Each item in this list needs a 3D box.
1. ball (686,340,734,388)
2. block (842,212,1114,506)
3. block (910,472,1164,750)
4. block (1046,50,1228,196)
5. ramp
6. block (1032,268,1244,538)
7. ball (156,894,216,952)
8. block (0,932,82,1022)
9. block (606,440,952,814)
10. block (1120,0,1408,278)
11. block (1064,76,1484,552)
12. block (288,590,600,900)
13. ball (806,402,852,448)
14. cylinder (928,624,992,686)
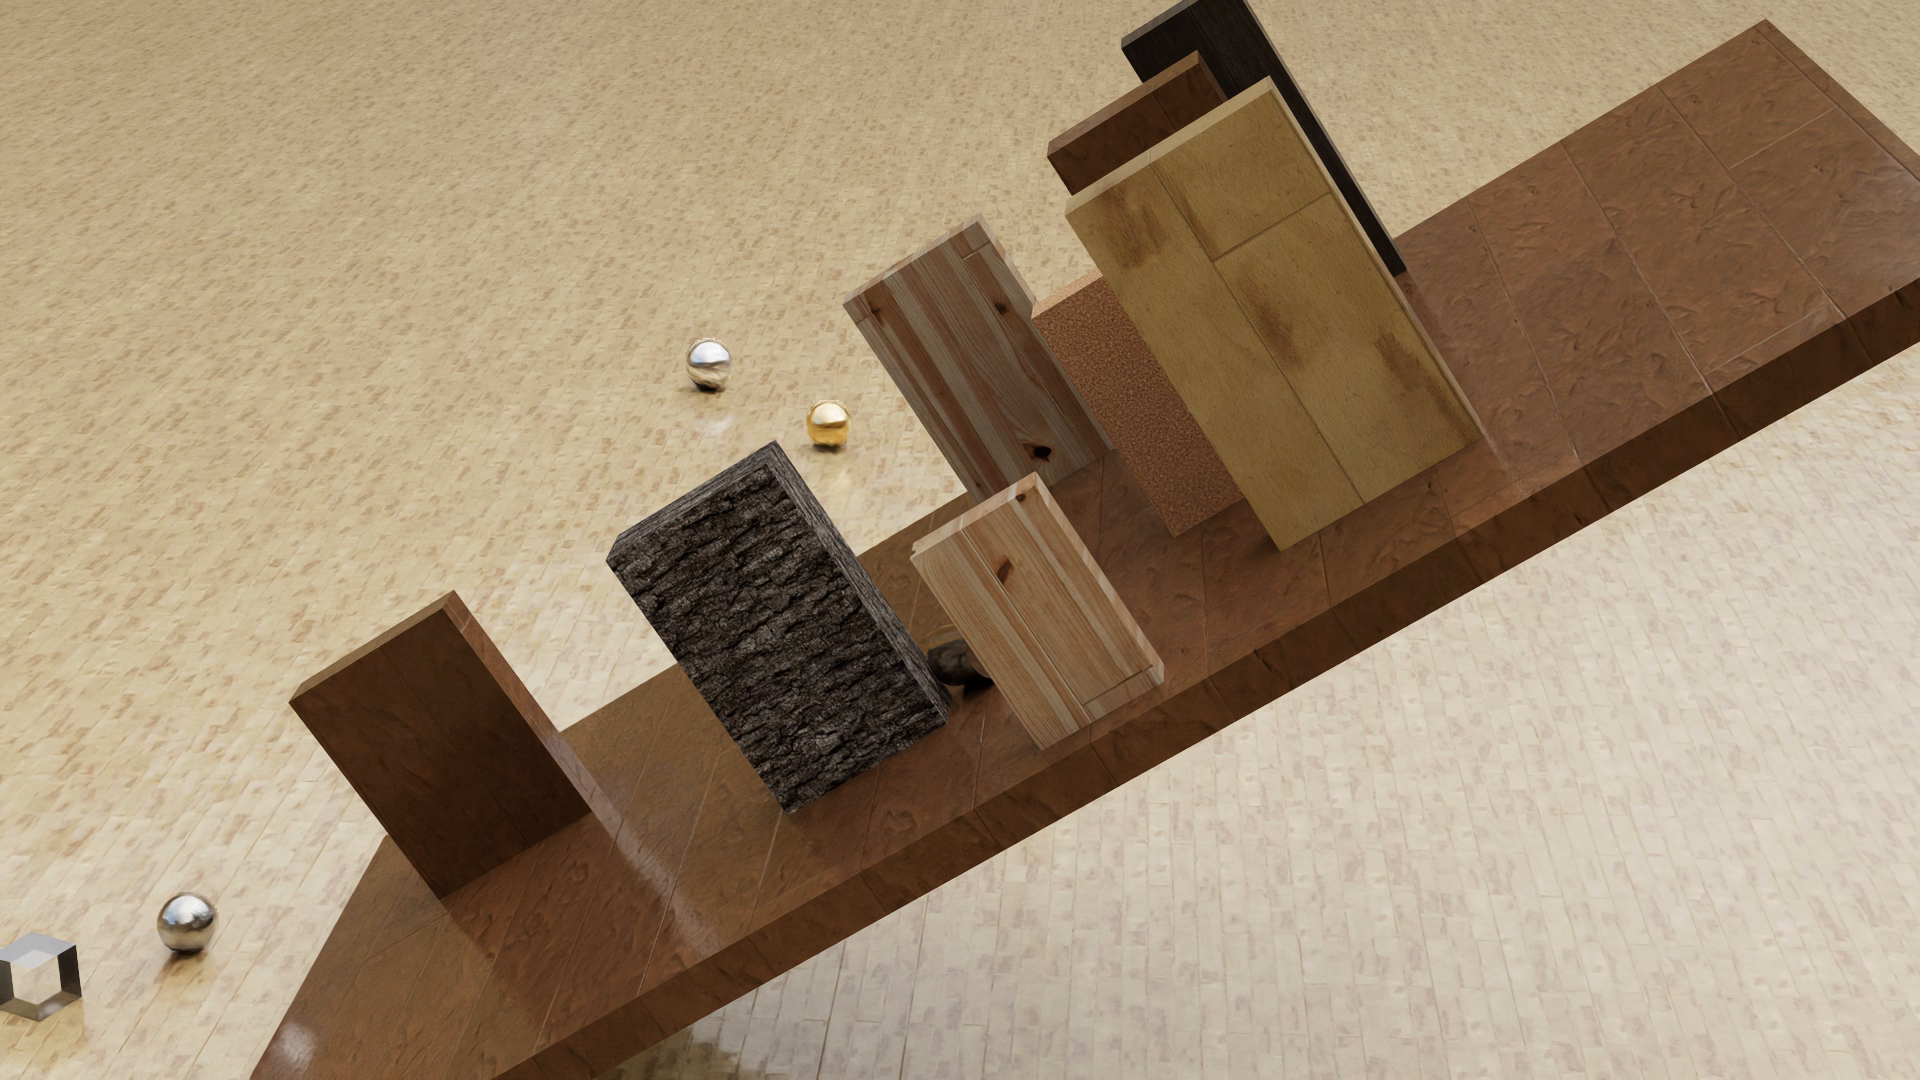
[{"bbox_3d":[-0.995,-0.695,11.673,0.190,0.190,0.190,0,20,0],"label":"ball"},{"bbox_3d":[0.057,-0.397,6.829,0.372,0.623,0.089,-30,15,14],"label":"block"},{"bbox_3d":[0.143,0.132,5.356,0.264,0.441,0.086,-30,15,14],"label":"block"},{"bbox_3d":[0.541,-0.599,6.173,0.364,0.759,0.146,-30,15,14],"label":"block"},{"bbox_3d":[0.140,0.170,6.294,4.000,0.100,2.000,-30,15,14],"label":"ramp"},{"bbox_3d":[0.421,-0.315,5.957,0.306,0.545,0.100,-30,15,14],"label":"block"},{"bbox_3d":[-1.907,0.945,7.249,0.145,0.145,0.145,0,20,0],"label":"ball"},{"bbox_3d":[-2.199,1.039,6.999,0.140,0.140,0.140,10,22,26],"label":"block"},{"bbox_3d":[-0.356,0.178,5.871,0.384,0.642,0.150,-30,15,14],"label":"block"},{"bbox_3d":[0.692,-0.877,6.686,0.285,0.775,0.125,-30,15,14],"label":"block"},{"bbox_3d":[0.587,-0.415,5.483,0.439,0.768,0.127,-30,15,14],"label":"block"},{"bbox_3d":[-1.186,0.477,6.795,0.443,0.588,0.117,-30,15,14],"label":"block"},{"bbox_3d":[-0.490,-0.429,10.974,0.173,0.173,0.173,0,20,0],"label":"ball"},{"bbox_3d":[0.023,0.224,5.930,0.127,0.127,0.127,-17,1,-39],"label":"cylinder"}]
